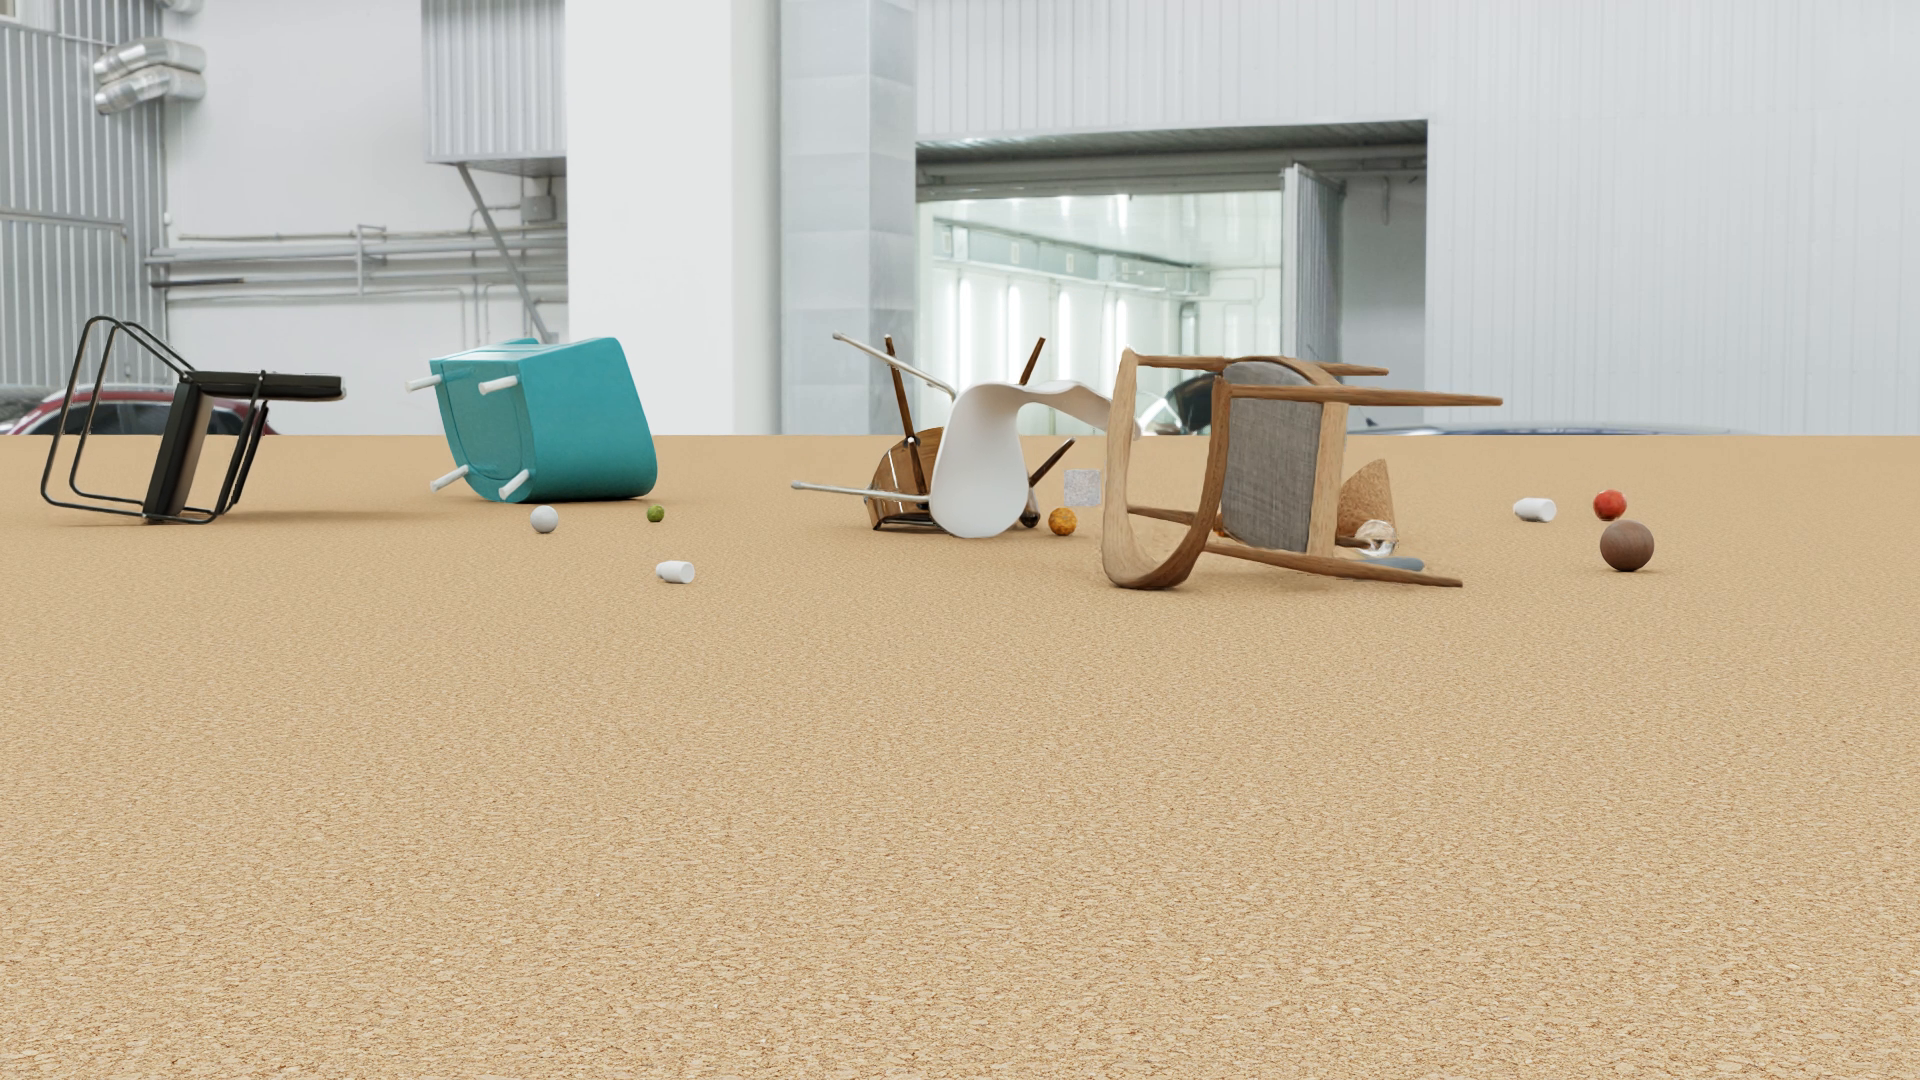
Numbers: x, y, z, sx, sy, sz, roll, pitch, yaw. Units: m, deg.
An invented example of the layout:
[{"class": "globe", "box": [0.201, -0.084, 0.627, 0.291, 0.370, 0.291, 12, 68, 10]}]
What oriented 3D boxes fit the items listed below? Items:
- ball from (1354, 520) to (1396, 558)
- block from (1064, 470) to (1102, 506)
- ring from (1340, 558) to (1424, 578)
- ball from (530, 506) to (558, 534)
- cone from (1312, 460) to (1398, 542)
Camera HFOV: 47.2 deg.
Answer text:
[{"class": "ball", "box": [1.083, 0.001, 5.734, 0.109, 0.109, 0.109, 0, 4, 0]}, {"class": "block", "box": [0.473, -0.201, 8.466, 0.099, 0.138, 0.126, 2, 4, 27]}, {"class": "ring", "box": [1.019, 0.066, 5.302, 0.264, 0.039, 0.108, -3, 4, -35]}, {"class": "ball", "box": [-1.291, -0.064, 6.831, 0.088, 0.088, 0.088, 0, 4, 0]}, {"class": "cone", "box": [1.219, -0.056, 6.477, 0.196, 0.308, 0.325, 44, 12, 22]}]
